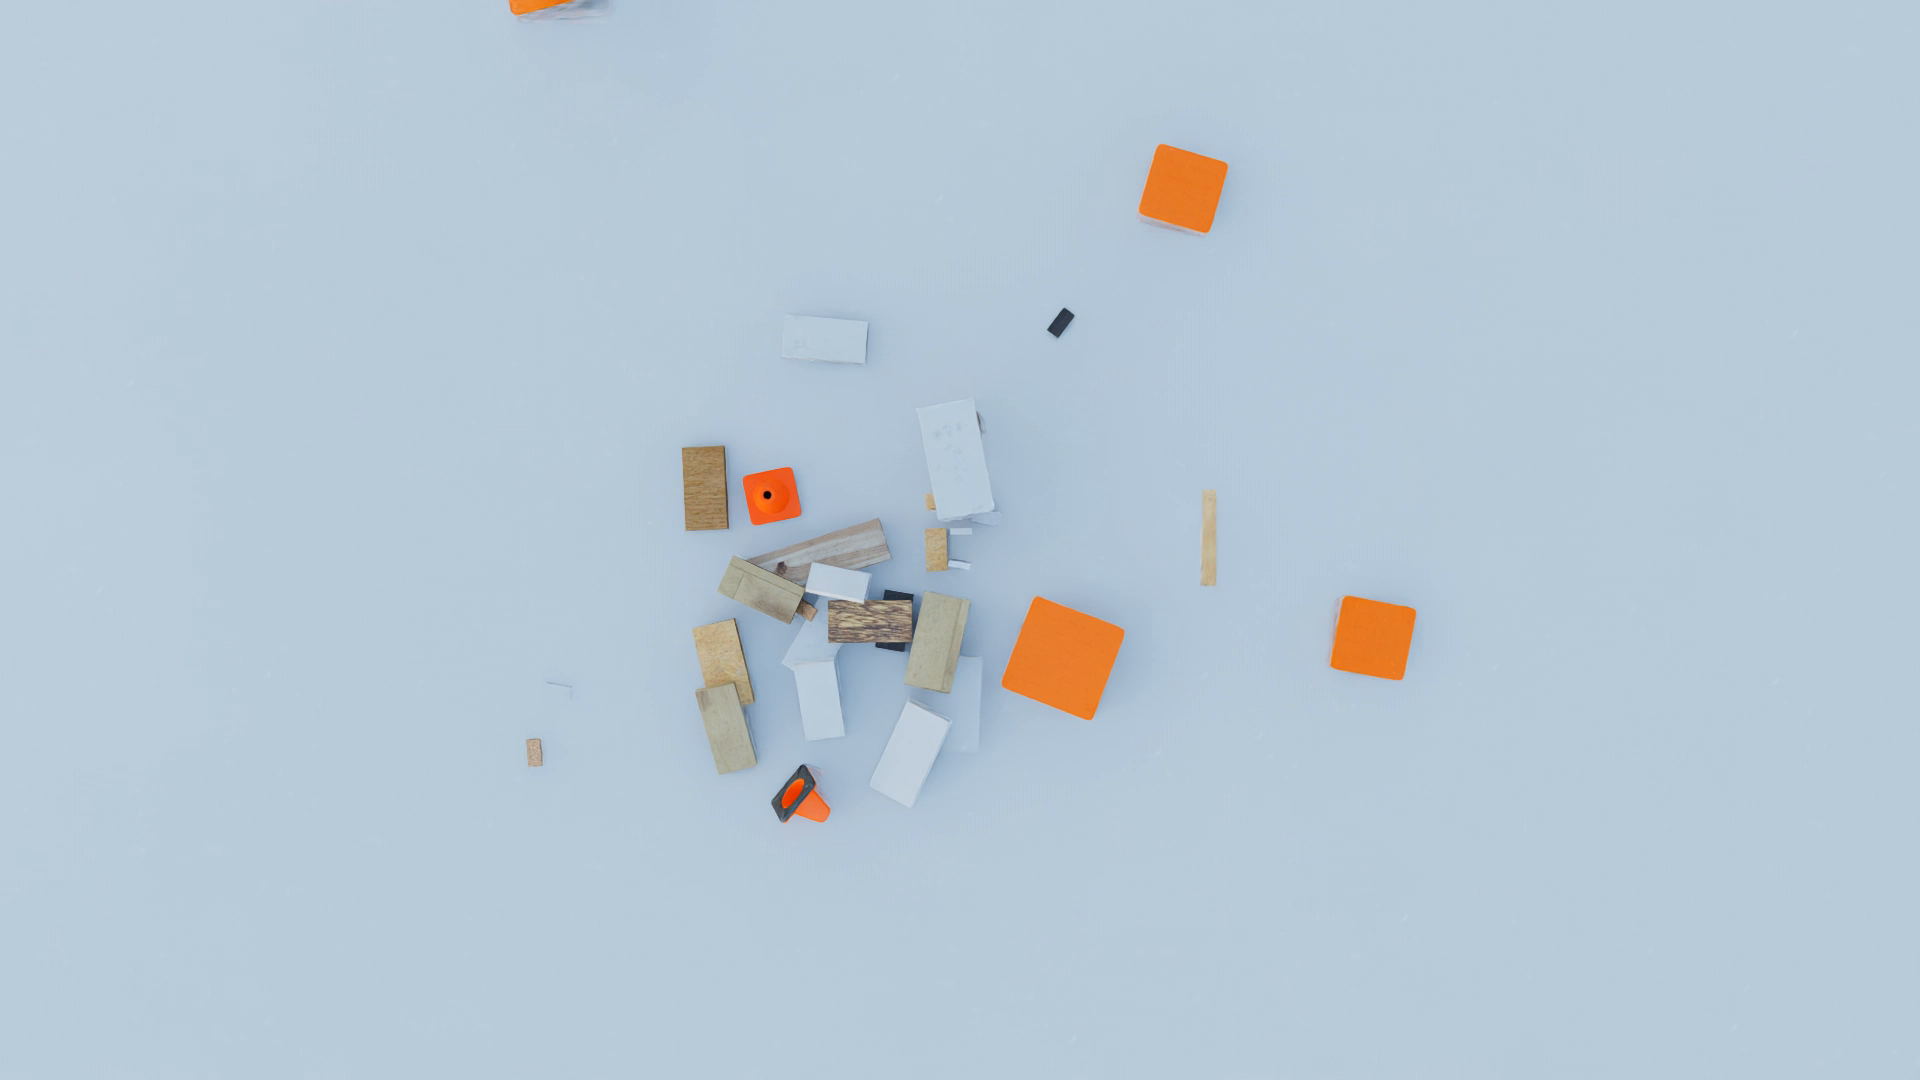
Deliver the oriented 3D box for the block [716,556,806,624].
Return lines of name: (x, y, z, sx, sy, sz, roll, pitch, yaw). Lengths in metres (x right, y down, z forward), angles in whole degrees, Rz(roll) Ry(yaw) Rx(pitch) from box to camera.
block: (-0.654, 0.165, 5.441, 0.263, 0.037, 0.131, 24, 90, 0)

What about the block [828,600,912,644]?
block: (-0.297, 0.268, 5.443, 0.275, 0.039, 0.138, 0, 92, -4)

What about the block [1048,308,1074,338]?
block: (0.336, -0.724, 5.493, 0.047, 0.013, 0.094, 37, 90, 0)

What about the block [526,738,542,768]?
block: (-1.418, 0.709, 5.494, 0.045, 0.013, 0.091, -5, 90, 0)

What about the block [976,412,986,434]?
block: (-0.014, -0.363, 5.319, 0.176, 0.351, 0.050, -10, 90, 4)

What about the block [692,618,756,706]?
block: (-0.785, 0.416, 5.480, 0.143, 0.041, 0.286, -14, 90, 0)

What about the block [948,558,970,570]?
block: (-0.002, 0.079, 5.428, 0.072, 0.143, 0.020, 9, 92, 0)

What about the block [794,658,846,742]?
block: (-0.464, 0.527, 5.452, 0.131, 0.037, 0.263, -8, 103, 0)

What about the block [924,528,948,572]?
block: (-0.079, 0.033, 5.490, 0.072, 0.020, 0.143, -3, 90, 0)

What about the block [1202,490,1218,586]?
block: (0.830, -0.005, 5.493, 0.047, 0.013, 0.321, 1, 90, 0)

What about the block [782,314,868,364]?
block: (-0.448, -0.667, 5.480, 0.275, 0.039, 0.138, 5, 90, 0)

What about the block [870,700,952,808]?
block: (-0.163, 0.706, 5.448, 0.157, 0.044, 0.313, 26, 95, 12)

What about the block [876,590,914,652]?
block: (-0.218, 0.268, 5.486, 0.097, 0.028, 0.194, 10, 90, 0)

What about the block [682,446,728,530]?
block: (-0.846, -0.171, 5.480, 0.138, 0.039, 0.275, -3, 90, 0)

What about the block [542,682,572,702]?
block: (-1.341, 0.505, 5.494, 0.091, 0.013, 0.045, 11, 90, 0)

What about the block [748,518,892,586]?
block: (-0.478, 0.067, 5.480, 0.480, 0.041, 0.143, -18, 90, 0)

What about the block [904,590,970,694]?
block: (-0.075, 0.338, 5.443, 0.157, 0.044, 0.313, 12, 78, 2)

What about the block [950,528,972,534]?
block: (0.003, -0.029, 5.428, 0.072, 0.143, 0.020, 0, 90, 0)

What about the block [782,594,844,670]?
block: (-0.459, 0.320, 5.480, 0.143, 0.041, 0.286, 30, 90, 0)

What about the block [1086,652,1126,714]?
block: (0.484, 0.476, 5.486, 0.097, 0.028, 0.194, -12, 90, 0)

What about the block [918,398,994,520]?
block: (-0.012, -0.250, 5.118, 0.176, 0.050, 0.351, -11, 89, 4)

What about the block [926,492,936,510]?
block: (-0.008, -0.133, 5.319, 0.176, 0.351, 0.050, -7, 90, 4)

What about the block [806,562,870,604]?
block: (-0.402, 0.141, 5.425, 0.194, 0.028, 0.097, 12, 63, 0)

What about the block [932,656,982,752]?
block: (-0.012, 0.544, 5.478, 0.157, 0.044, 0.313, 2, 90, 0)

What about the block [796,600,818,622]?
block: (-0.513, 0.232, 5.467, 0.091, 0.013, 0.045, 30, 90, 39)

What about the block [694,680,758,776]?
block: (-0.771, 0.621, 5.452, 0.131, 0.037, 0.294, -14, 102, 0)

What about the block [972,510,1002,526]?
block: (0.088, -0.077, 5.493, 0.094, 0.013, 0.047, 13, 90, 0)
